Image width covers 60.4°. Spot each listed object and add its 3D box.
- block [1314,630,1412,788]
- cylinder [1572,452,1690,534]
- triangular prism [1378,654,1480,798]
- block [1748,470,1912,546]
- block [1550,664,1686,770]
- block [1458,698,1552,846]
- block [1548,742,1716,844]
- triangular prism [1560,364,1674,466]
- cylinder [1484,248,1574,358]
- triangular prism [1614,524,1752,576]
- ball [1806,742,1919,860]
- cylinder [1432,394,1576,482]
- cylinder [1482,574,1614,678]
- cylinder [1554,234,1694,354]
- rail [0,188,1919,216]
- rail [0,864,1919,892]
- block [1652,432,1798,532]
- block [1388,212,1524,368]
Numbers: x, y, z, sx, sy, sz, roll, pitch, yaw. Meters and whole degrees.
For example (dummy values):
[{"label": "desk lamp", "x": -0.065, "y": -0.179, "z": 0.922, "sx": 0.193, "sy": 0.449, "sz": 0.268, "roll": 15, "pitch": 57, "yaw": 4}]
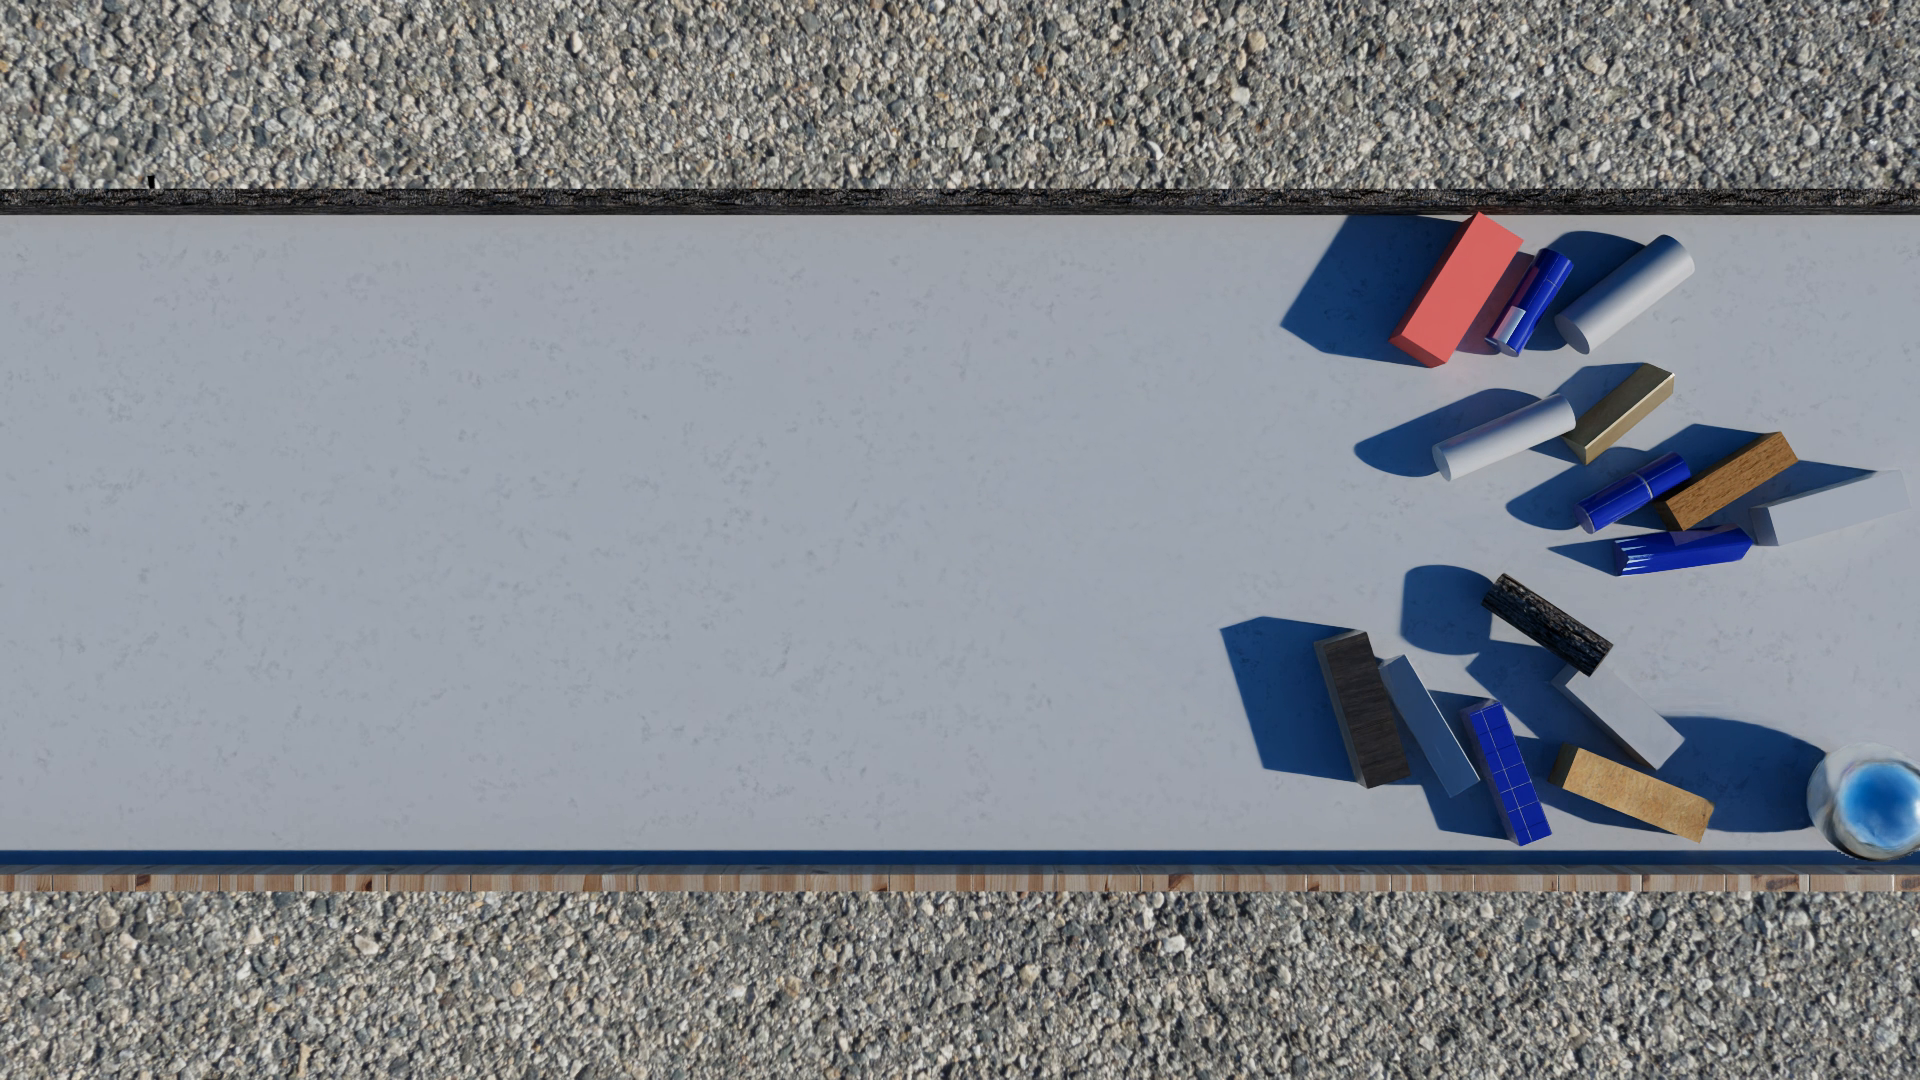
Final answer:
[{"label": "block", "x": 1.219, "y": 0.510, "z": 5.008, "sx": 0.138, "sy": 0.138, "sz": 0.452, "roll": -17, "pitch": 90, "yaw": 0}, {"label": "cylinder", "x": 2.045, "y": -0.144, "z": 5.025, "sx": 0.336, "sy": 0.104, "sz": 0.104, "roll": -29, "pitch": 90, "yaw": 0}, {"label": "triangular prism", "x": 1.427, "y": 0.555, "z": 5.010, "sx": 0.089, "sy": 0.103, "sz": 0.444, "roll": -31, "pitch": 90, "yaw": 31}, {"label": "block", "x": 2.644, "y": -0.097, "z": 5.016, "sx": 0.416, "sy": 0.122, "sz": 0.122, "roll": -16, "pitch": 90, "yaw": 0}, {"label": "block", "x": 1.997, "y": 0.518, "z": 5.013, "sx": 0.375, "sy": 0.127, "sz": 0.127, "roll": 43, "pitch": 90, "yaw": 0}, {"label": "block", "x": 1.661, "y": 0.706, "z": 5.025, "sx": 0.104, "sy": 0.104, "sz": 0.429, "roll": -21, "pitch": 90, "yaw": 0}, {"label": "block", "x": 2.037, "y": 0.766, "z": 5.011, "sx": 0.444, "sy": 0.132, "sz": 0.132, "roll": 22, "pitch": 90, "yaw": 0}, {"label": "triangular prism", "x": 2.017, "y": -0.387, "z": 5.020, "sx": 0.346, "sy": 0.107, "sz": 0.124, "roll": -40, "pitch": 90, "yaw": 0}, {"label": "cylinder", "x": 1.731, "y": -0.721, "z": 5.019, "sx": 0.115, "sy": 0.115, "sz": 0.316, "roll": 32, "pitch": 90, "yaw": 0}, {"label": "triangular prism", "x": 2.205, "y": 0.031, "z": 5.024, "sx": 0.378, "sy": 0.099, "sz": 0.114, "roll": -8, "pitch": 90, "yaw": 0}, {"label": "ball", "x": 2.710, "y": 0.776, "z": 4.903, "sx": 0.346, "sy": 0.346, "sz": 0.346, "roll": 0, "pitch": 90, "yaw": 0}, {"label": "cylinder", "x": 1.652, "y": -0.312, "z": 5.016, "sx": 0.407, "sy": 0.121, "sz": 0.121, "roll": -23, "pitch": 90, "yaw": 0}, {"label": "cylinder", "x": 1.761, "y": 0.254, "z": 4.951, "sx": 0.374, "sy": 0.120, "sz": 0.120, "roll": 37, "pitch": 90, "yaw": 22}, {"label": "cylinder", "x": 2.013, "y": -0.744, "z": 5.001, "sx": 0.397, "sy": 0.152, "sz": 0.152, "roll": -37, "pitch": 90, "yaw": 0}, {"label": "rail", "x": -2.247, "y": -1.025, "z": 5.002, "sx": 12.000, "sy": 0.150, "sz": 0.050, "roll": 0, "pitch": 90, "yaw": 0}, {"label": "rail", "x": -2.247, "y": 1.025, "z": 5.001, "sx": 12.000, "sy": 0.150, "sz": 0.050, "roll": 0, "pitch": 90, "yaw": 0}, {"label": "block", "x": 2.328, "y": -0.177, "z": 5.024, "sx": 0.407, "sy": 0.105, "sz": 0.105, "roll": -31, "pitch": 90, "yaw": 0}, {"label": "block", "x": 1.498, "y": -0.753, "z": 4.997, "sx": 0.160, "sy": 0.160, "sz": 0.433, "roll": 32, "pitch": 90, "yaw": 0}]
